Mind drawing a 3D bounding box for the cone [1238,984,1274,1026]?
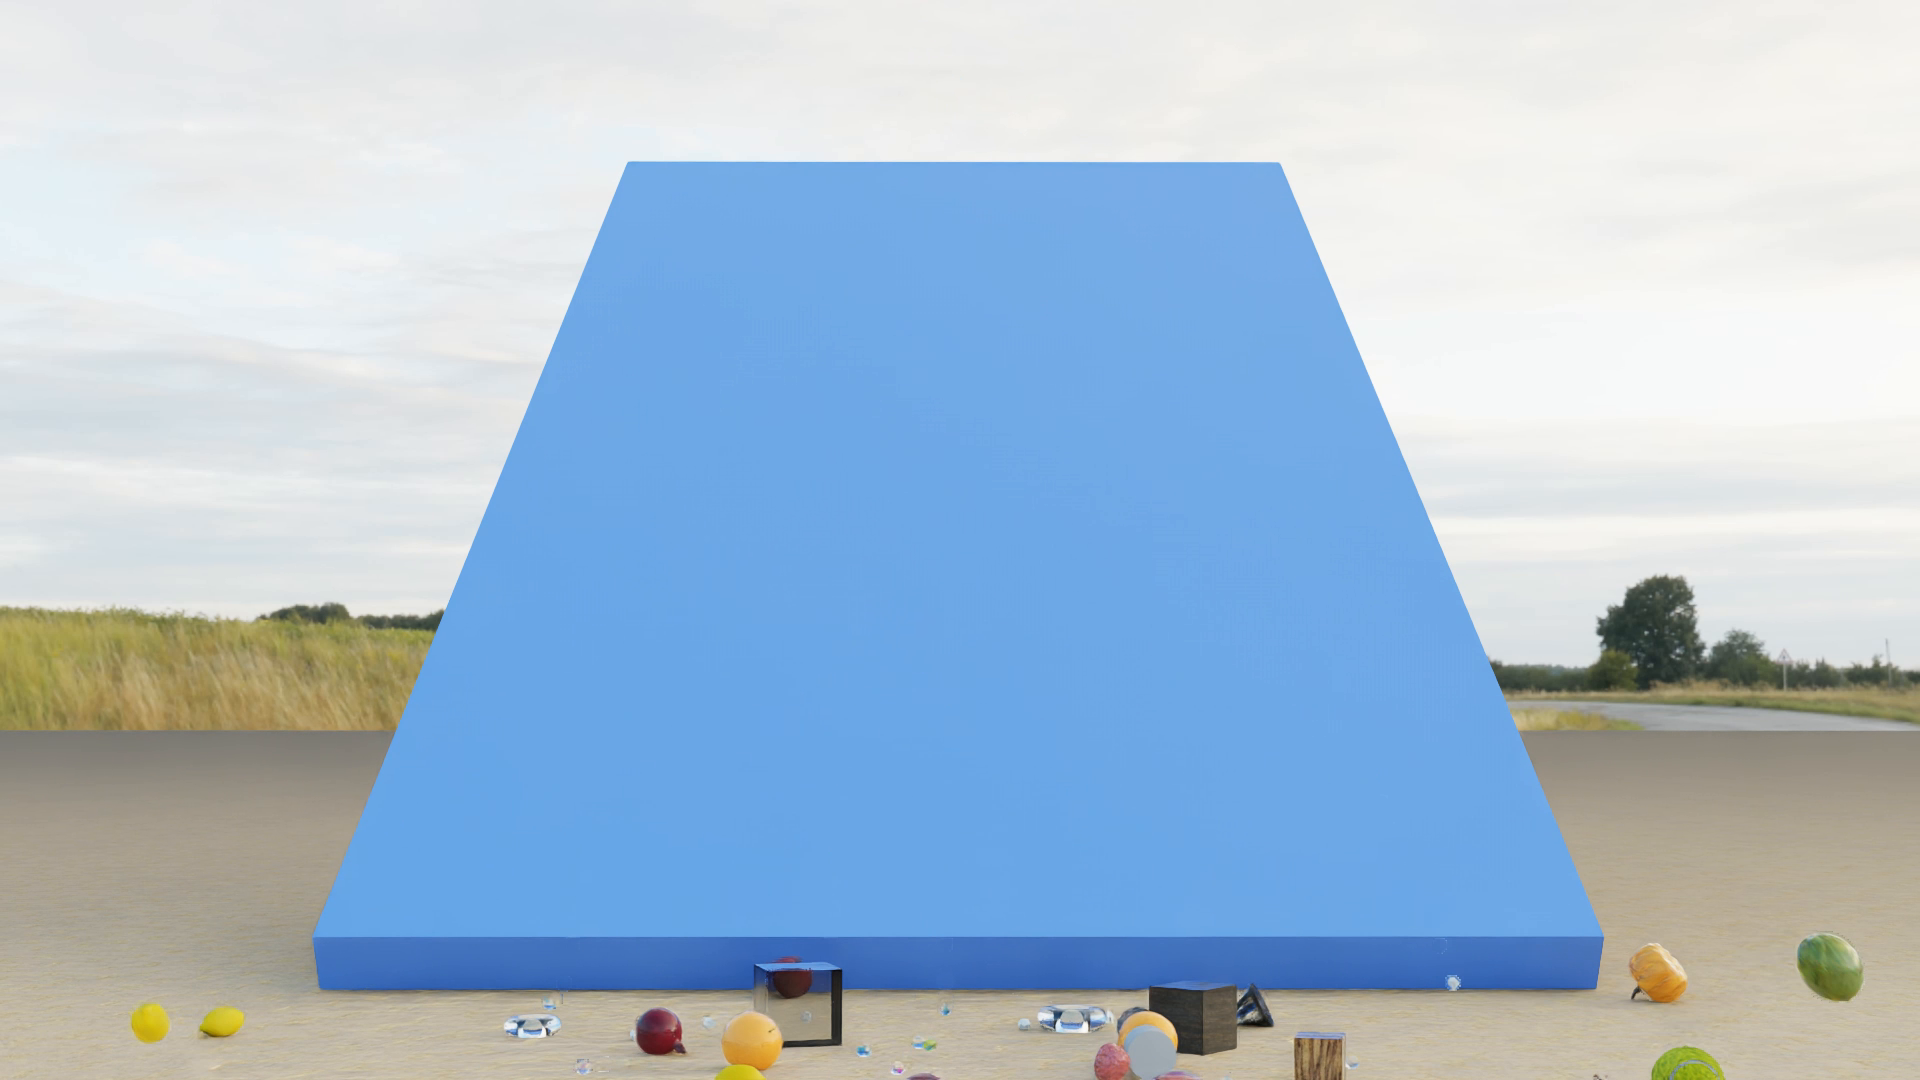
[{"bbox_3d":[0.388,0.654,3.253,0.065,0.065,0.065,-28,-9,8],"label":"cone"}]

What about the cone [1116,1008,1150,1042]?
[{"bbox_3d":[0.237,0.644,3.082,0.052,0.052,0.052,-2,-32,24],"label":"cone"}]

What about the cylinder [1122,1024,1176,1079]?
[{"bbox_3d":[0.223,0.604,2.783,0.057,0.057,0.057,0,-4,-2],"label":"cylinder"}]

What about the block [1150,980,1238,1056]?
[{"bbox_3d":[0.299,0.610,3.018,0.081,0.081,0.081,-4,-6,38],"label":"block"}]

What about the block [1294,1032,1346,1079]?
[{"bbox_3d":[0.417,0.601,2.734,0.055,0.055,0.055,-1,-5,14],"label":"block"}]

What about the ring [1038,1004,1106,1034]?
[{"bbox_3d":[0.152,0.650,3.208,0.095,0.032,0.095,1,-5,0],"label":"ring"}]

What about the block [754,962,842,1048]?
[{"bbox_3d":[-0.213,0.607,3.089,0.098,0.098,0.098,1,-5,-16],"label":"block"}]

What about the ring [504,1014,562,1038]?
[{"bbox_3d":[-0.571,0.649,3.153,0.076,0.025,0.076,-1,-4,0],"label":"ring"}]

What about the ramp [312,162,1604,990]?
[{"bbox_3d":[-0.010,-0.228,5.470,2.000,0.100,4.000,0,26,0],"label":"ramp"}]
